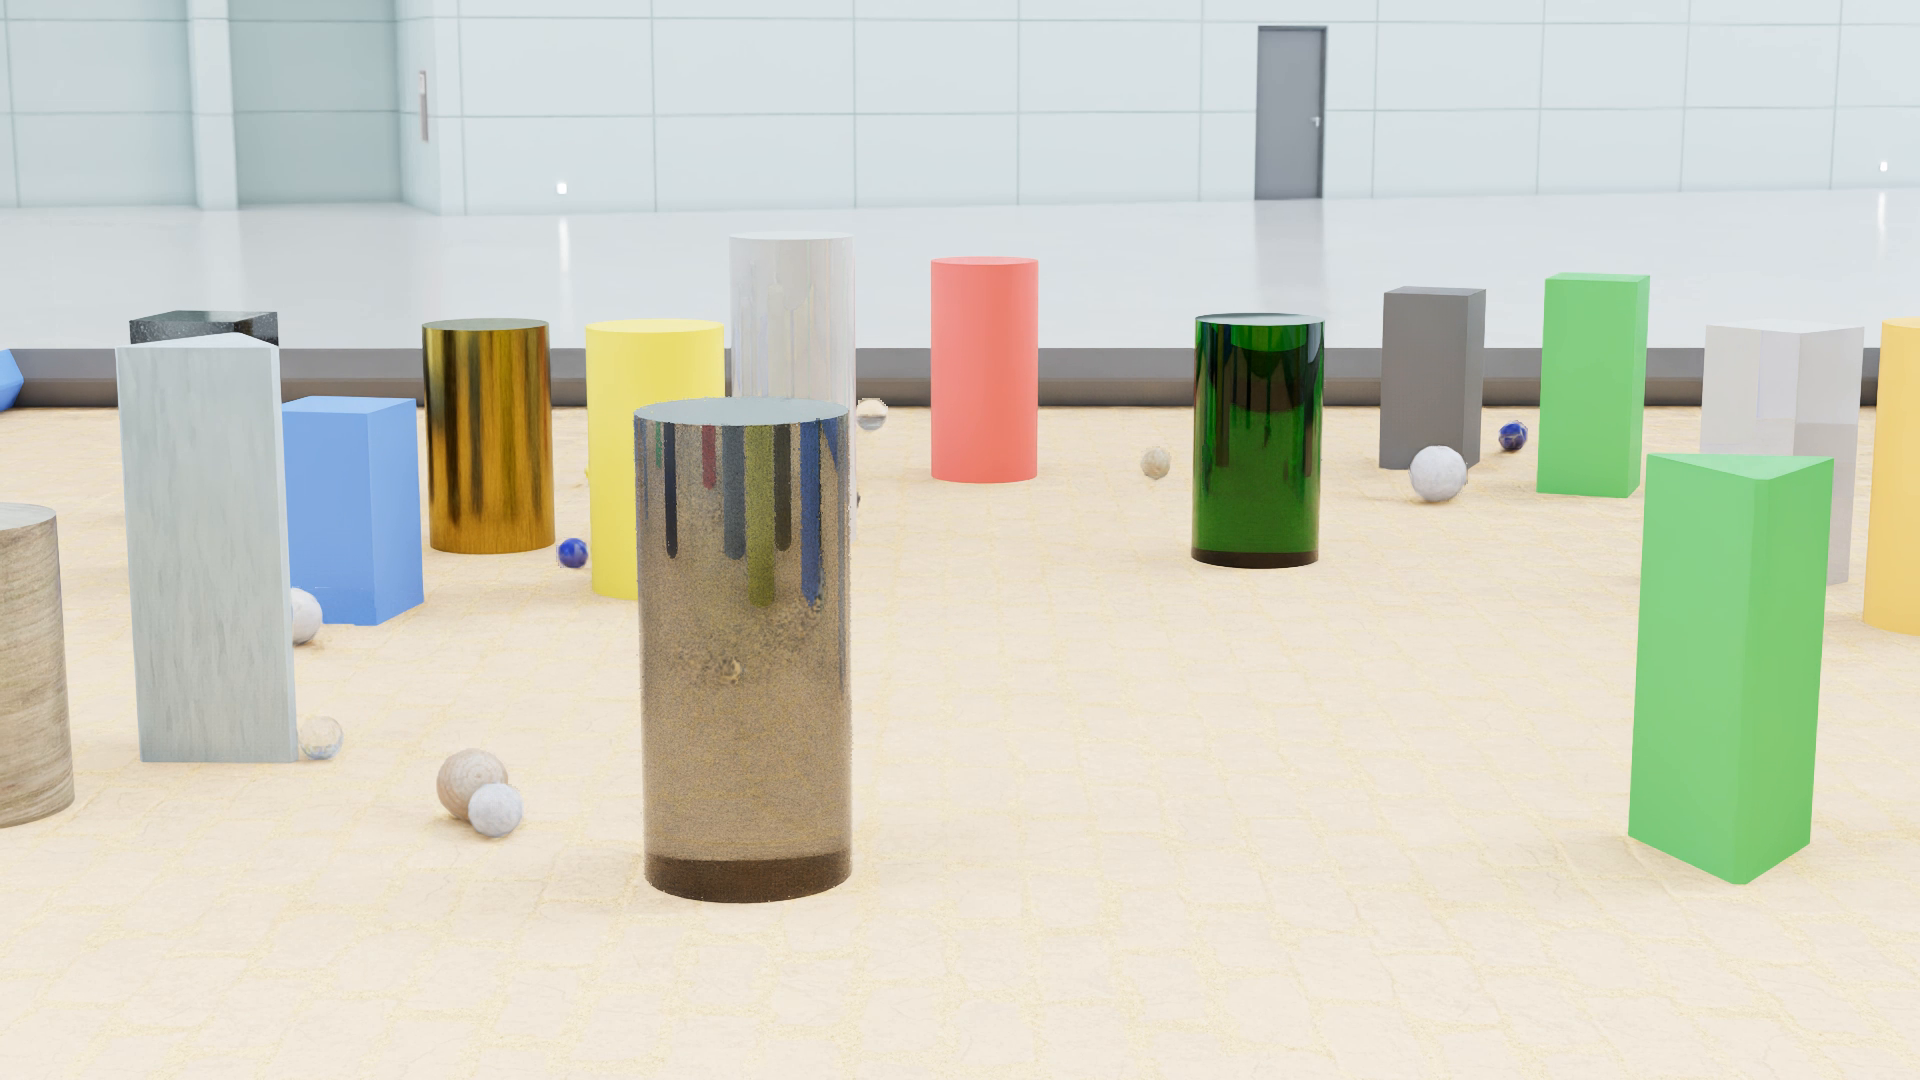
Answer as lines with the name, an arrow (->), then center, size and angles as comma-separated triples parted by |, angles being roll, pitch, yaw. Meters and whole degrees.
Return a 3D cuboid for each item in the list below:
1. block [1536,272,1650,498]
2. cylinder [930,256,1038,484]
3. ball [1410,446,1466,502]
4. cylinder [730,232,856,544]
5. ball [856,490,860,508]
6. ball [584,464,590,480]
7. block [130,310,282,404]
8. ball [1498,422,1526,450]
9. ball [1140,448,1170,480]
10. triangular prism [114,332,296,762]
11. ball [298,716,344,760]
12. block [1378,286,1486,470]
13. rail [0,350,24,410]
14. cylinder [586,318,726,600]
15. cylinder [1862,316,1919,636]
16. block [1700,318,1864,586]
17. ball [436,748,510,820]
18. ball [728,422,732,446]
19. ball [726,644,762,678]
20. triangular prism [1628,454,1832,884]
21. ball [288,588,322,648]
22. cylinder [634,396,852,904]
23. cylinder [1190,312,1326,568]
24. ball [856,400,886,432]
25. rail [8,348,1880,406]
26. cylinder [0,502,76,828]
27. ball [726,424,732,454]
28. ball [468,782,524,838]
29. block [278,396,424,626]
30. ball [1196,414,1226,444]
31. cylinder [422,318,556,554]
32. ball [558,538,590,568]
block -> 1.087, -0.268, 4.405 | 0.152, 0.366, 0.152 | 4, 11, 22
cylinder -> 0.043, -0.304, 4.552 | 0.190, 0.382, 0.190 | 0, 11, 0
ball -> 0.801, -0.111, 4.301 | 0.095, 0.095, 0.095 | 0, 11, 0
cylinder -> -0.254, -0.231, 3.926 | 0.190, 0.468, 0.190 | 0, 11, 0
ball -> -0.188, -0.067, 4.185 | 0.050, 0.050, 0.050 | 0, 11, 0
ball -> -0.632, -0.120, 4.484 | 0.046, 0.046, 0.046 | 0, 11, 0
block -> -1.067, -0.133, 3.659 | 0.152, 0.373, 0.152 | 1, 11, 8
ball -> 1.049, -0.196, 4.870 | 0.054, 0.054, 0.054 | 0, 11, 0
ball -> 0.346, -0.134, 4.538 | 0.054, 0.054, 0.054 | 0, 11, 0
triangular prism -> -0.782, 0.005, 2.736 | 0.165, 0.439, 0.143 | 0, 11, 1
ball -> -0.675, 0.209, 2.713 | 0.047, 0.047, 0.047 | 0, 11, 0
block -> 0.860, -0.294, 4.671 | 0.152, 0.319, 0.152 | 5, 11, 23
rail -> -1.995, 0.034, 3.438 | 0.045, 0.124, 4.160 | 0, 11, 0
cylinder -> -0.422, -0.115, 3.577 | 0.190, 0.368, 0.190 | 0, 11, 0
cylinder -> 1.288, -0.084, 3.338 | 0.190, 0.395, 0.190 | 0, 11, 0
block -> 1.156, -0.122, 3.626 | 0.152, 0.363, 0.152 | -8, 13, -37
ball -> -0.474, 0.238, 2.497 | 0.070, 0.070, 0.070 | 0, 11, 0
ball -> -0.384, -0.197, 4.764 | 0.094, 0.094, 0.094 | 0, 11, 0
ball -> -0.258, 0.145, 3.072 | 0.041, 0.041, 0.041 | 0, 11, 0
triangular prism -> 0.695, 0.108, 2.375 | 0.143, 0.368, 0.165 | 8, 13, 38
ball -> -0.842, 0.098, 3.234 | 0.075, 0.075, 0.075 | 0, 11, 0
cylinder -> -0.193, 0.094, 2.305 | 0.190, 0.423, 0.190 | 0, 11, 0
cylinder -> 0.440, -0.150, 3.797 | 0.190, 0.355, 0.190 | 0, 11, 0
ball -> -0.178, -0.250, 5.129 | 0.064, 0.064, 0.064 | 0, 11, 0
rail -> -0.012, -0.345, 5.471 | 4.038, 0.124, 0.045 | 0, 11, 0
cylinder -> -0.978, 0.122, 2.519 | 0.190, 0.290, 0.190 | 0, 11, 0
ball -> -0.423, -0.192, 4.832 | 0.059, 0.059, 0.059 | 0, 11, 0
ball -> -0.442, 0.257, 2.441 | 0.052, 0.052, 0.052 | 0, 11, 0
block -> -0.823, -0.042, 3.422 | 0.152, 0.280, 0.152 | 2, 11, 12
ball -> 0.484, -0.217, 4.966 | 0.058, 0.058, 0.058 | 0, 11, 0
cylinder -> -0.717, -0.161, 3.908 | 0.190, 0.337, 0.190 | 0, 11, 0
ball -> -0.563, 0.019, 3.735 | 0.046, 0.046, 0.046 | 0, 11, 0
